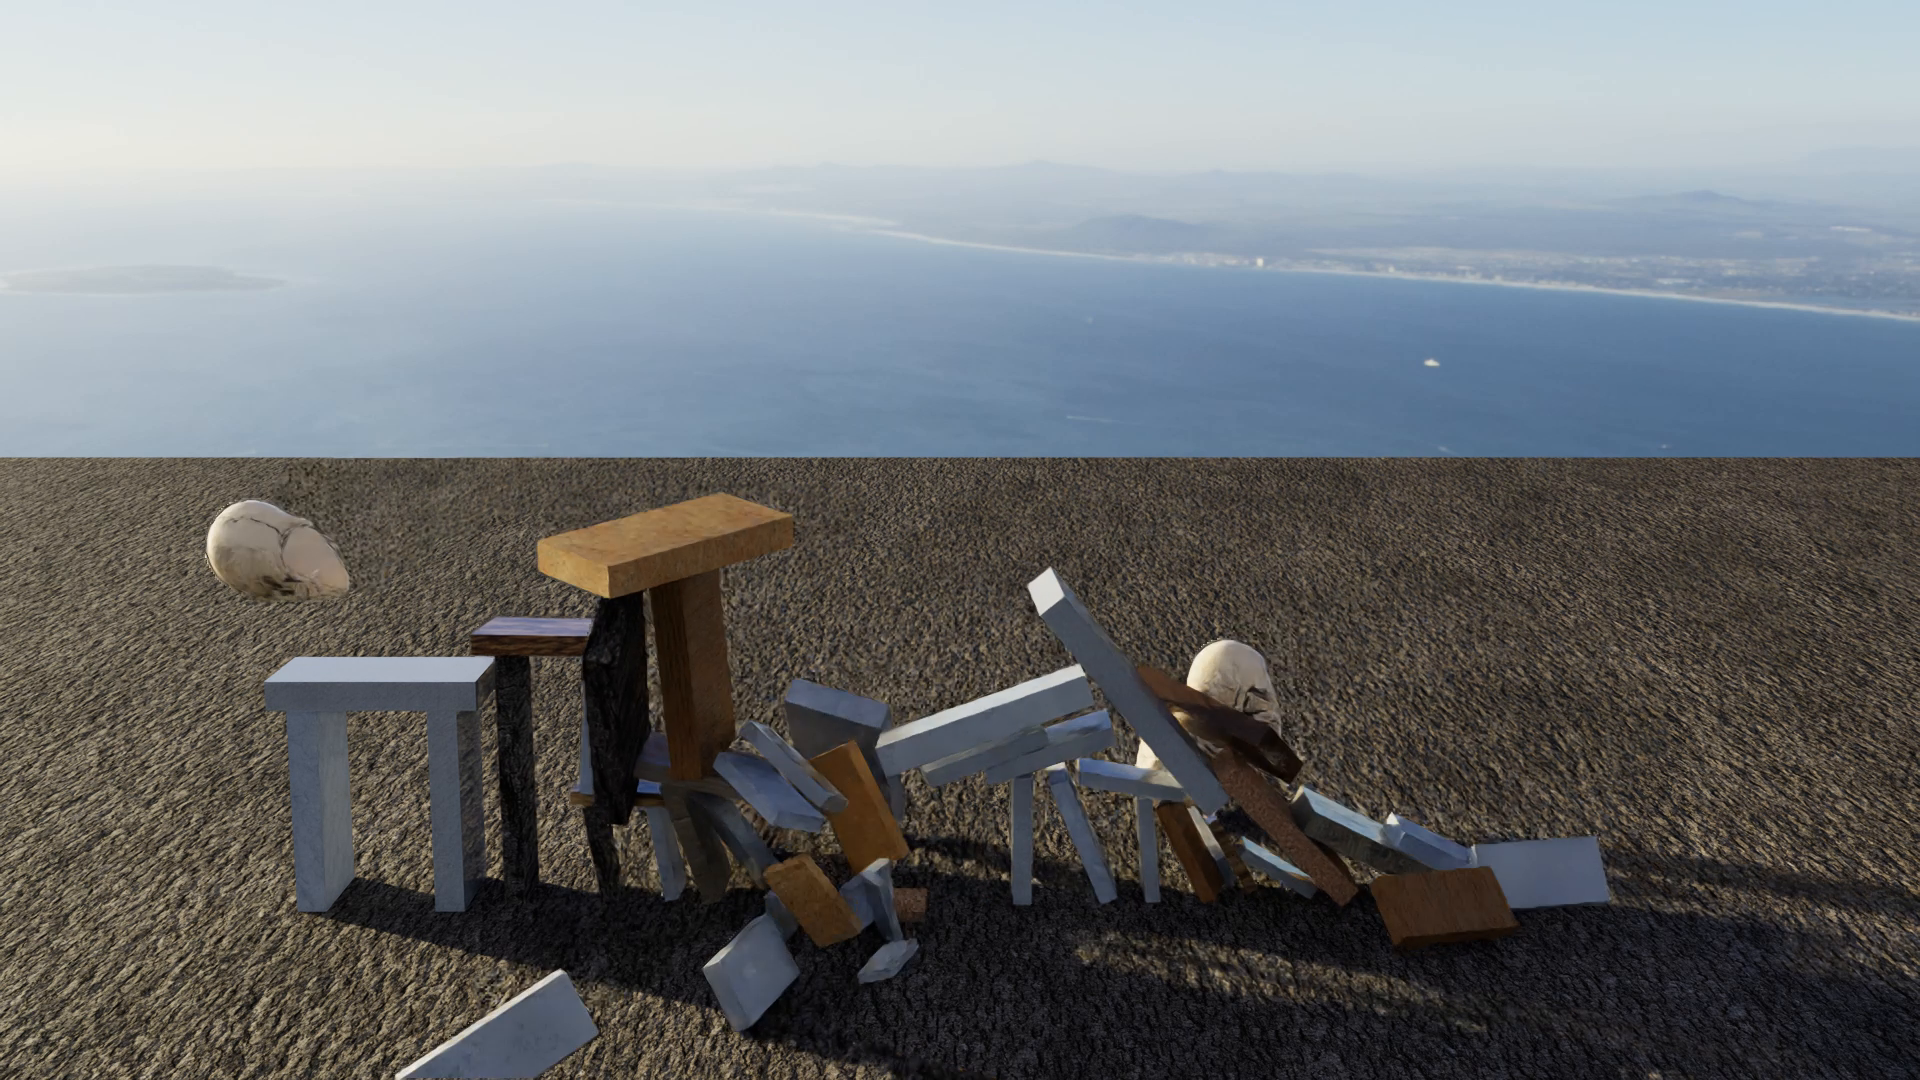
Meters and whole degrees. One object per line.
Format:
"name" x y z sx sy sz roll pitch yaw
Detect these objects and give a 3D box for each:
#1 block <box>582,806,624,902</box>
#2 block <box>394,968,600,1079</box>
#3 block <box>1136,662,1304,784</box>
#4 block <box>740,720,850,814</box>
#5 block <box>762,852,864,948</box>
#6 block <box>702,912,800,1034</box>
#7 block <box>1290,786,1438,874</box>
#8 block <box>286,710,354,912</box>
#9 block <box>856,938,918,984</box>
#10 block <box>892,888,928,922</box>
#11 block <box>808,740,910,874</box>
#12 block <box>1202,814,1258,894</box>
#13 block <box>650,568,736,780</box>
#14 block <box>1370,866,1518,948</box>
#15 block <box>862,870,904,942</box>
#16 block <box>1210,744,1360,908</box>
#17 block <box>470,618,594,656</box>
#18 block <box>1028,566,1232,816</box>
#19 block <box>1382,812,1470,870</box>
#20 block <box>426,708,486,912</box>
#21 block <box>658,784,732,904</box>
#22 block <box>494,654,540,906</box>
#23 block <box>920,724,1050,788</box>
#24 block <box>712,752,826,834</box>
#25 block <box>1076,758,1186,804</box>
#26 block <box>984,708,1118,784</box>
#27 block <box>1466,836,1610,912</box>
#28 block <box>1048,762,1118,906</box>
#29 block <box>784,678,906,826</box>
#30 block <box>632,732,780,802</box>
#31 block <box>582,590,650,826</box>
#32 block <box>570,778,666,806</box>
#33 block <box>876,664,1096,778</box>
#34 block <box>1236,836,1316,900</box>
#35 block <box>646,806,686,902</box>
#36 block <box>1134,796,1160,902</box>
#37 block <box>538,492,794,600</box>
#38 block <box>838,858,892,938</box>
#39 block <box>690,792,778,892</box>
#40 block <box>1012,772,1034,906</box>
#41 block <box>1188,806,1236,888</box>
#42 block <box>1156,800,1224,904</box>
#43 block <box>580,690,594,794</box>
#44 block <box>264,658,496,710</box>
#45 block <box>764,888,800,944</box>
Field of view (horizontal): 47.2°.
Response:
"block" -0.593 0.509 3.656 0.023 0.162 0.081 -10 10 2
"block" -0.587 0.654 2.795 0.242 0.095 0.027 -31 12 -24
"block" 0.432 0.309 3.724 0.290 0.041 0.145 26 -14 42
"block" -0.267 0.368 3.557 0.190 0.027 0.095 40 1 21
"block" -0.225 0.555 3.381 0.079 0.157 0.022 -24 24 26
"block" -0.301 0.625 3.190 0.029 0.103 0.206 -26 2 18
"block" 0.696 0.509 3.653 0.290 0.041 0.145 26 9 -5
"block" -1.056 0.424 3.637 0.048 0.338 0.169 0 11 0
"block" -0.108 0.633 3.309 0.056 0.016 0.112 -15 8 22
"block" -0.084 0.596 3.593 0.056 0.016 0.112 0 11 2
"block" -0.173 0.443 3.634 0.103 0.206 0.029 -27 -1 35
"block" 0.452 0.521 3.680 0.020 0.138 0.069 -30 7 3
"block" -0.426 0.183 3.511 0.050 0.356 0.178 0 18 13
"block" 0.758 0.574 3.446 0.219 0.031 0.109 0 51 -25
"block" -0.120 0.575 3.436 0.016 0.112 0.056 -25 25 -24
"block" 0.538 0.473 3.649 0.041 0.290 0.145 -44 6 7
"block" -0.662 0.157 3.584 0.237 0.034 0.118 0 11 8
"block" 0.277 0.248 3.614 0.050 0.448 0.177 -38 14 5
"block" 0.817 0.529 3.655 0.219 0.031 0.109 26 9 -6
"block" -0.831 0.424 3.637 0.048 0.338 0.169 0 11 0
"block" -0.436 0.479 3.634 0.031 0.221 0.110 -17 16 8
"block" -0.731 0.382 3.633 0.034 0.422 0.118 0 11 0
"block" 0.037 0.346 3.603 0.206 0.029 0.103 -20 11 -6
"block" -0.301 0.396 3.450 0.095 0.027 0.190 17 12 -42
"block" 0.282 0.397 3.643 0.174 0.025 0.087 10 10 -4
"block" 0.146 0.339 3.615 0.220 0.031 0.110 -18 11 2
"block" 0.946 0.548 3.597 0.219 0.109 0.031 -2 -21 -13
"block" 0.203 0.485 3.649 0.031 0.220 0.110 -23 10 4
"block" -0.200 0.383 3.878 0.177 0.355 0.050 15 55 15
"block" -0.410 0.372 3.579 0.221 0.031 0.110 12 20 2
"block" -0.536 0.253 3.455 0.050 0.423 0.178 8 49 1
"block" -0.555 0.417 3.641 0.162 0.023 0.081 1 11 4
"block" 0.041 0.294 3.597 0.355 0.050 0.177 -19 3 1
"block" 0.526 0.546 3.665 0.138 0.020 0.069 31 10 -4
"block" -0.489 0.509 3.657 0.023 0.162 0.081 -10 10 4
"block" 0.311 0.504 3.653 0.025 0.174 0.087 -5 10 1
"block" -0.451 0.005 3.397 0.178 0.050 0.356 17 25 42
"block" -0.151 0.574 3.537 0.022 0.079 0.157 3 11 21
"block" -0.349 0.501 3.602 0.031 0.221 0.110 -43 29 -18
"block" 0.102 0.482 3.644 0.031 0.220 0.110 0 12 0
"block" 0.426 0.519 3.734 0.020 0.069 0.138 -27 37 -2
"block" 0.382 0.509 3.653 0.025 0.174 0.087 -26 2 19
"block" -0.588 0.288 3.617 0.034 0.237 0.118 6 12 7
"block" -0.944 0.235 3.602 0.338 0.048 0.169 0 11 0
"block" -0.274 0.580 3.503 0.022 0.079 0.158 -5 9 13
